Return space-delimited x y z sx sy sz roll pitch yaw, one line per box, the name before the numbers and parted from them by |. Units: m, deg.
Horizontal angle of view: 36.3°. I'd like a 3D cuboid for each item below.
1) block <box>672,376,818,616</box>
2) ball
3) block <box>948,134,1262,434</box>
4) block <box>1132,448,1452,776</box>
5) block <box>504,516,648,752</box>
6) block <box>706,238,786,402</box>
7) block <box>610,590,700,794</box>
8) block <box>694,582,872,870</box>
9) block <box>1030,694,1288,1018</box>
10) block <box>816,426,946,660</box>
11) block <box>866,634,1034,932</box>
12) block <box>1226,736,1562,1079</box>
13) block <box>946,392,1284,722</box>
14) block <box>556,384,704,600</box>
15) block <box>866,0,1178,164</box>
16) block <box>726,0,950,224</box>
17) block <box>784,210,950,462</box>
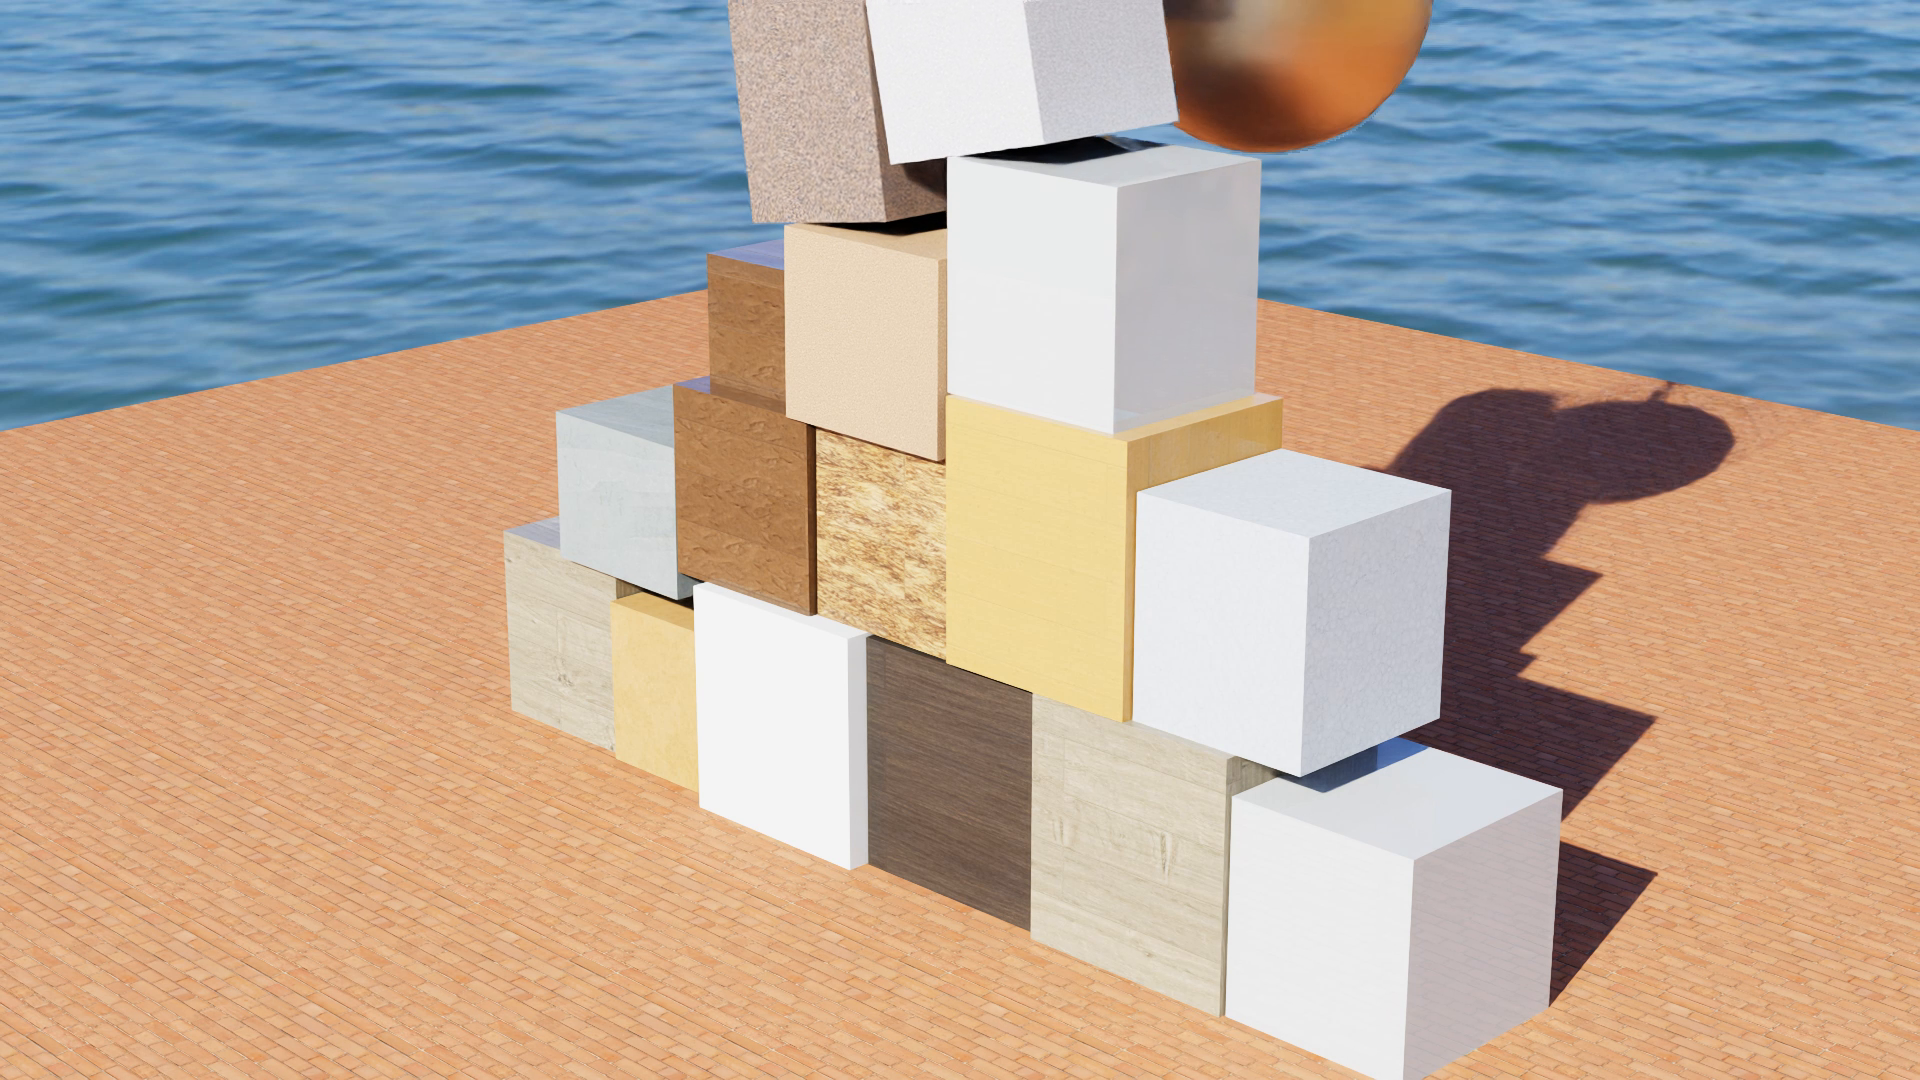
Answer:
block | -0.673 -0.296 13.965 0.988 0.933 0.937 -17 24 -42
ball | 1.467 -2.657 14.044 1.600 1.600 1.600 0 17 0
block | 0.600 -1.106 12.348 0.895 1.010 0.951 -17 24 -42
block | 1.354 0.273 12.019 0.920 0.987 0.883 -17 24 -42
block | -1.733 0.430 15.322 0.867 0.993 0.925 -17 24 -42
block | -0.677 -1.039 13.744 0.694 0.617 0.730 -17 24 -42
block | -1.143 0.690 14.749 0.915 0.839 0.773 -17 24 -42
block | -0.470 0.745 14.091 1.172 1.129 1.069 -17 24 -42
block | 1.044 1.203 12.611 1.006 1.143 1.073 -17 24 -42
block | -0.025 -0.092 13.330 0.893 0.926 0.877 17 24 42
block | 0.297 0.981 13.365 0.965 1.114 1.075 -17 24 -42
block | 1.768 1.487 11.982 1.004 0.977 0.900 -17 24 -42
block | 0.656 -0.032 12.626 0.990 1.205 1.034 -17 24 -42
block | -1.342 -0.276 14.648 0.960 0.760 0.912 -17 25 -42
block | 0.240 -2.185 12.407 0.829 1.011 0.919 -17 12 -42
block | -0.377 -1.981 13.109 0.853 1.010 0.880 -17 16 -42
block | -0.087 -0.969 13.102 0.993 0.878 0.970 -17 25 -42
